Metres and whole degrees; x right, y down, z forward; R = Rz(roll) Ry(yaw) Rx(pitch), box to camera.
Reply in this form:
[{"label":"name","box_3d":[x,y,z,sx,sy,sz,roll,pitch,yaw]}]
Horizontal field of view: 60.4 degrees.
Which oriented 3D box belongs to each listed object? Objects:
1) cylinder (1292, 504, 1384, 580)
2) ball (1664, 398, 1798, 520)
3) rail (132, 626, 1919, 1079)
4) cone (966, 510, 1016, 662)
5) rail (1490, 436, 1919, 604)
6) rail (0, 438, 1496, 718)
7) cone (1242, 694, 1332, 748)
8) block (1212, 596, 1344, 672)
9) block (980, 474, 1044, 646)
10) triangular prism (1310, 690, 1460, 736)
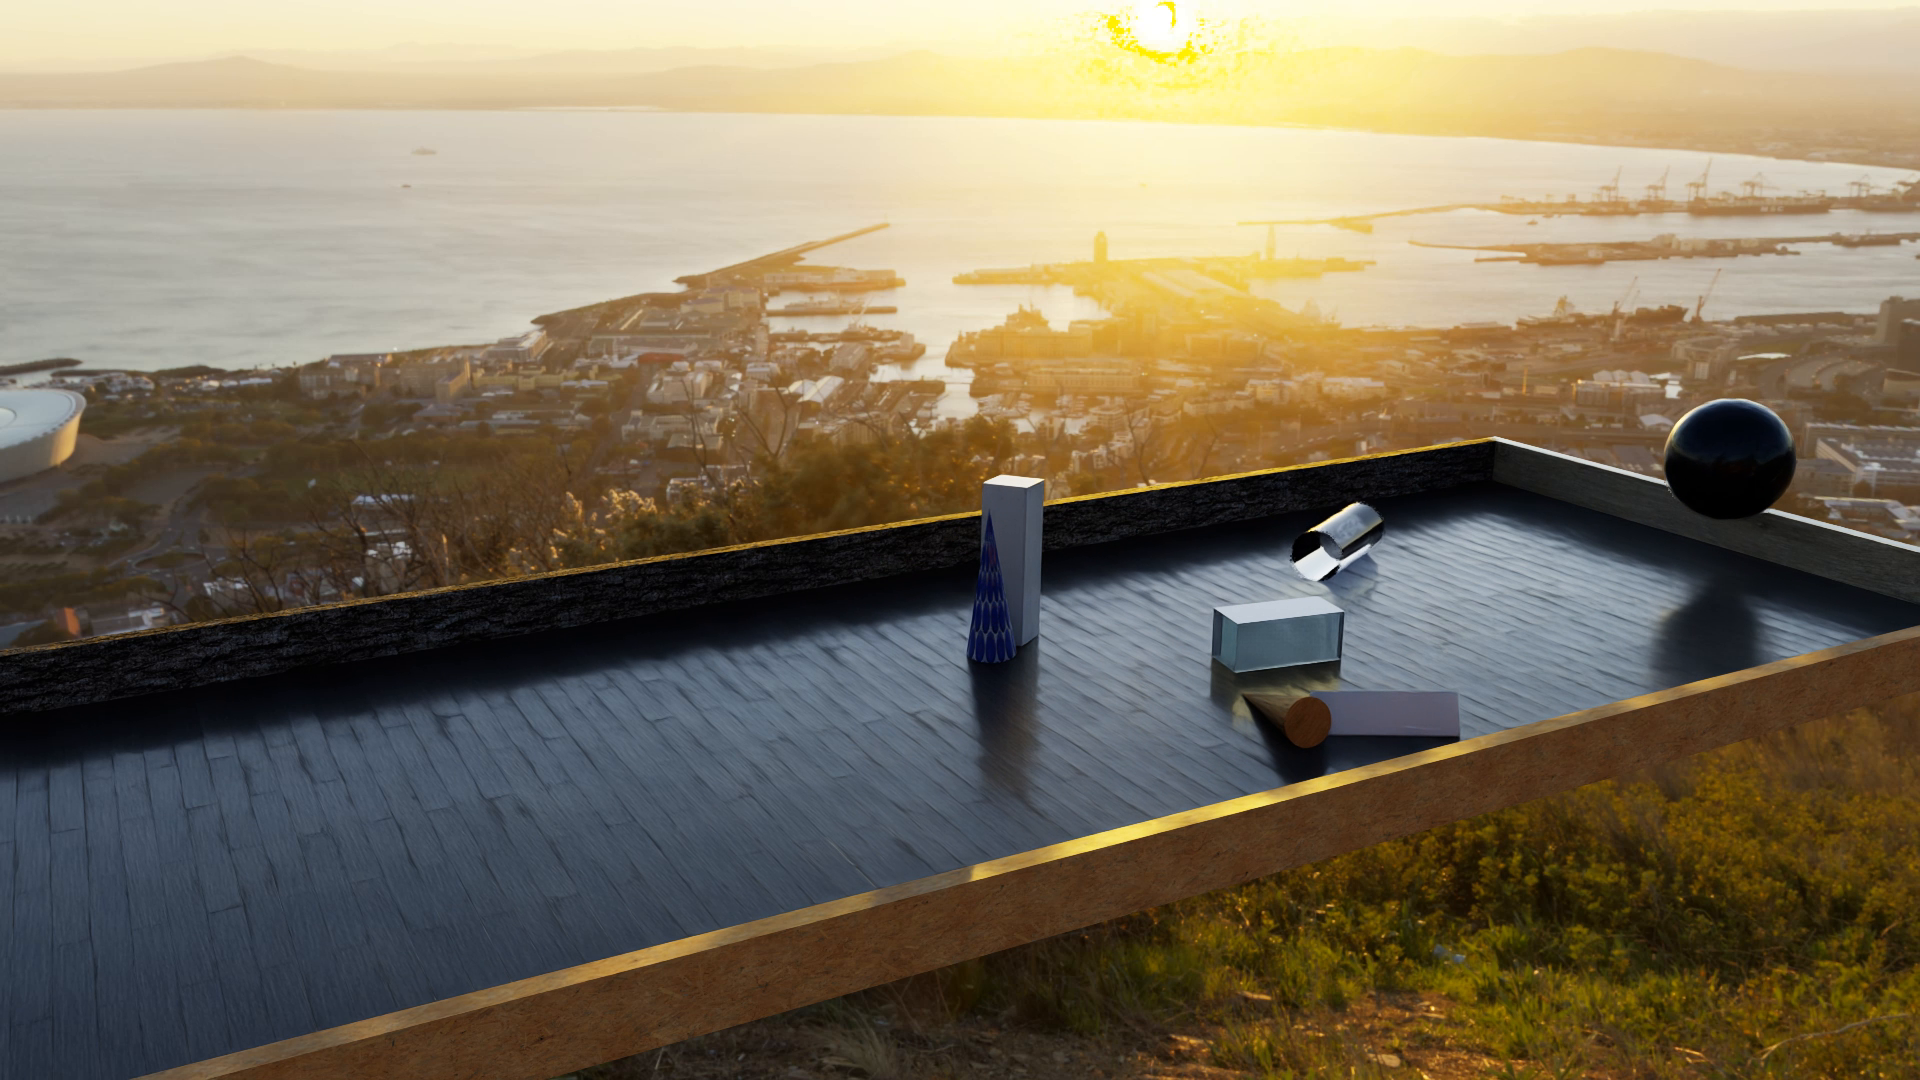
[{"label":"cylinder","box_3d":[1.164,0.004,5.067,0.155,0.155,0.371,10,19,31]},{"label":"ball","box_3d":[2.378,-0.251,5.100,0.376,0.376,0.376,0,16,0]},{"label":"rail","box_3d":[-2.336,1.006,1.665,12.000,0.150,0.050,-9,18,-27]},{"label":"cone","box_3d":[0.079,0.107,4.264,0.133,0.402,0.133,-1,20,0]},{"label":"rail","box_3d":[2.466,-0.048,5.253,0.050,0.150,2.100,-9,18,-27]},{"label":"rail","box_3d":[-3.305,0.497,3.399,12.000,0.150,0.050,-9,18,-27]},{"label":"cone","box_3d":[0.742,0.396,3.904,0.118,0.118,0.342,-5,7,-16]},{"label":"block","box_3d":[0.826,0.244,4.290,0.308,0.132,0.132,-5,17,-18]},{"label":"block","box_3d":[0.137,0.053,4.400,0.125,0.429,0.125,7,14,23]},{"label":"triangular prism","box_3d":[0.986,0.394,3.846,0.339,0.089,0.103,0,17,1]}]
